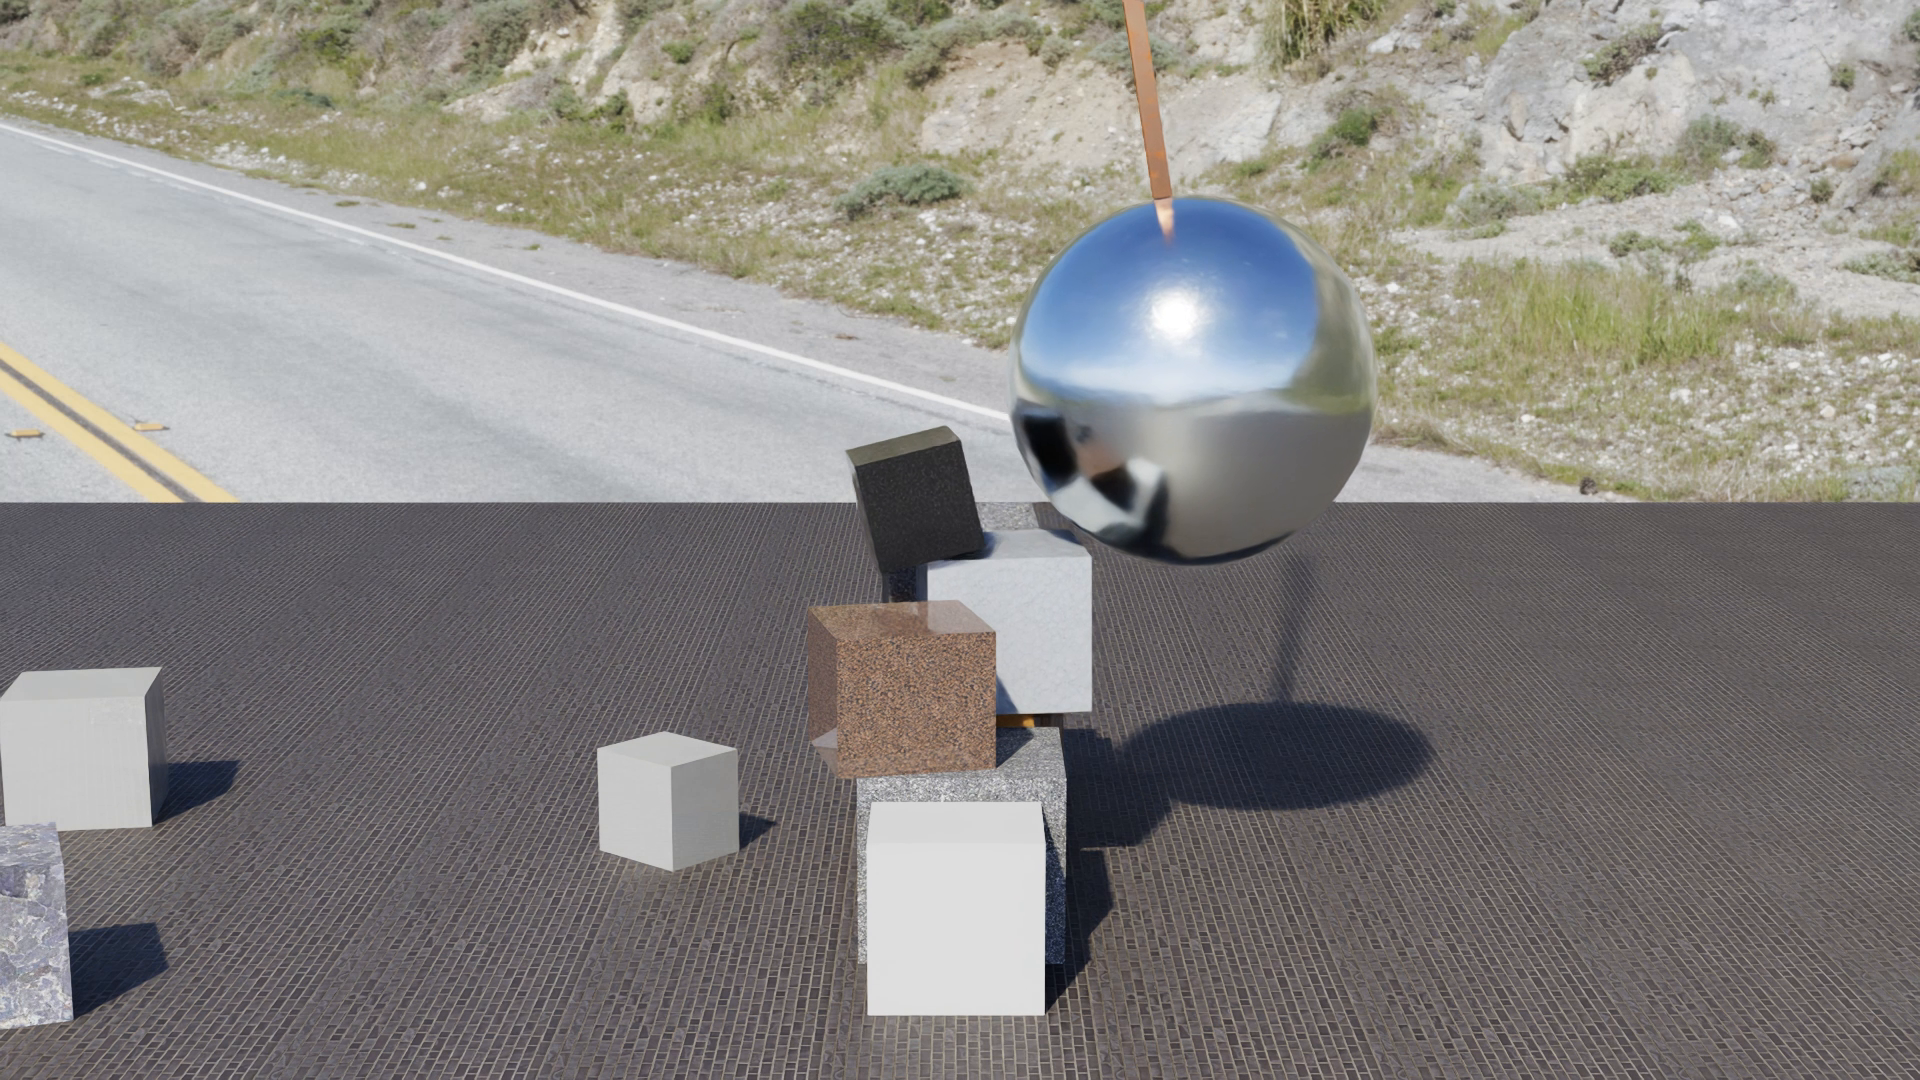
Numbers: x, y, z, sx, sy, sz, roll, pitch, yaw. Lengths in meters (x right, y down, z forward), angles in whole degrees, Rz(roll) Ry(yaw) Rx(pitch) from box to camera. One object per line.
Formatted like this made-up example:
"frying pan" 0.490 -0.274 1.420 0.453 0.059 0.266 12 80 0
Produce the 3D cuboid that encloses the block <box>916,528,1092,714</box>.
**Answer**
"block" 0.181 0.349 11.144 0.691 0.670 0.669 -2 10 -5

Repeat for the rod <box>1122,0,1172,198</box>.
"rod" 0.431 -3.982 10.456 0.080 5.200 0.080 -9 10 2

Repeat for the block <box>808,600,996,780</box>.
"block" -0.244 0.596 10.431 0.643 0.563 0.643 -2 11 -13

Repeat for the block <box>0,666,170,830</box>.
"block" -4.192 0.998 12.306 0.656 0.633 0.615 -2 10 -9

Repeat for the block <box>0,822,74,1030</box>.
"block" -3.699 1.474 9.769 0.545 0.605 0.619 -4 11 -21

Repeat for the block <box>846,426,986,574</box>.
"block" -0.193 -0.177 10.889 0.453 0.467 0.500 -14 11 -5

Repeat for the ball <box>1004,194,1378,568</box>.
"ball" 0.994 -0.683 11.056 1.600 1.600 1.600 0 10 0

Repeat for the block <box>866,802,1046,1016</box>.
"block" -0.015 1.414 9.908 0.668 0.673 0.560 0 10 0

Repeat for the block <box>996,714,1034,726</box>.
"block" -0.030 1.076 11.343 0.683 0.824 0.728 0 10 0

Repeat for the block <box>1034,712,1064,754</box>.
"block" 0.018 0.848 12.693 0.950 0.789 0.897 0 10 0

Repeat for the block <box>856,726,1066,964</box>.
"block" 0.006 1.244 10.581 0.827 0.766 0.807 0 10 0

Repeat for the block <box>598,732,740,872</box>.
"block" -1.330 1.185 11.704 0.489 0.481 0.411 9 14 40

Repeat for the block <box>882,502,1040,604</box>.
"block" 0.011 0.283 11.886 0.709 0.703 0.670 -2 23 -4
